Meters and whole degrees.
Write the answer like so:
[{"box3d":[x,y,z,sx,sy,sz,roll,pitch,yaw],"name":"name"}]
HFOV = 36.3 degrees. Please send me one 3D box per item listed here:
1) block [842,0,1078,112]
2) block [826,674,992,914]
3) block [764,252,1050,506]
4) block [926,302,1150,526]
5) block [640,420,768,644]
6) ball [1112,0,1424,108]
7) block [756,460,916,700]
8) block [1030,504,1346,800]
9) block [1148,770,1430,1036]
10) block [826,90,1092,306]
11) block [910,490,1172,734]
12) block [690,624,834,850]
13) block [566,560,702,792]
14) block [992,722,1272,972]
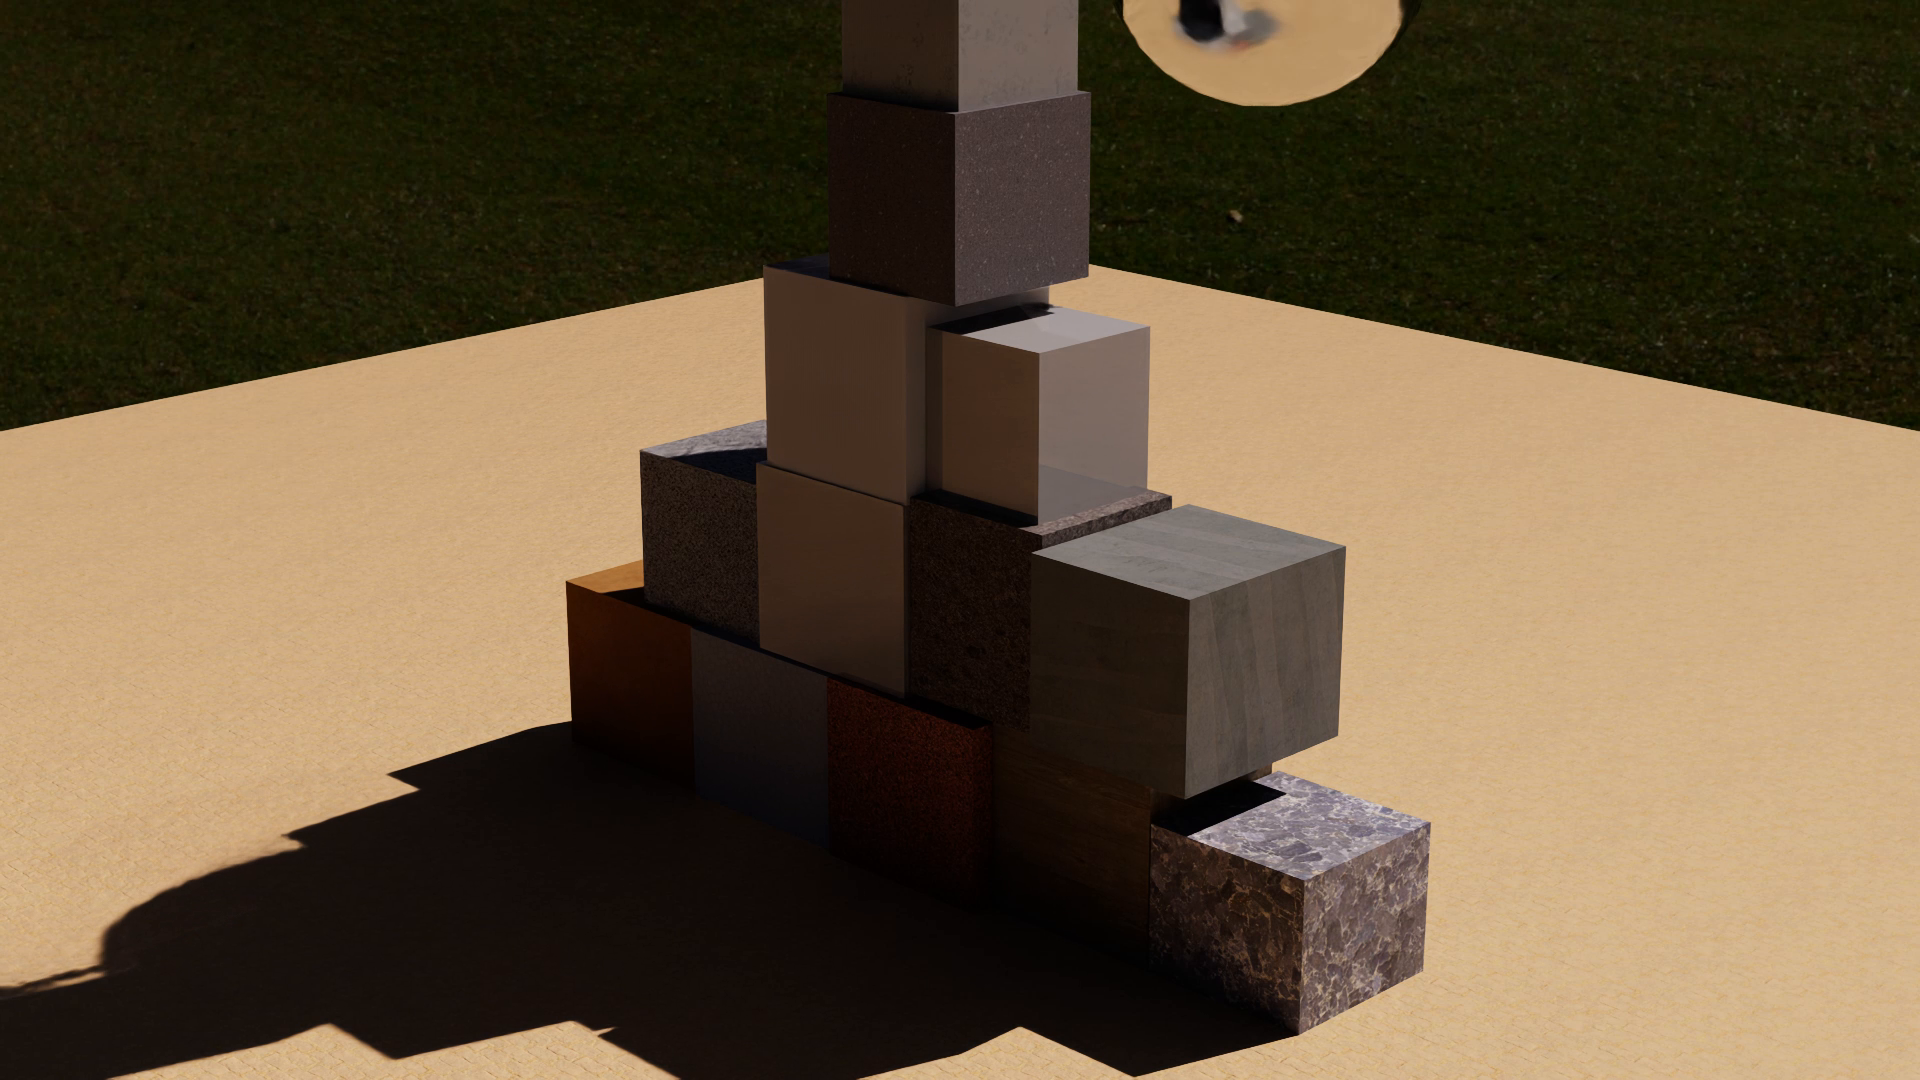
[{"box3d":[0.000,-2.319,12.613,0.729,0.791,0.712,-17,24,-42],"name":"block"},{"box3d":[0.081,1.041,13.570,1.011,0.878,0.943,-17,24,-42],"name":"block"},{"box3d":[-0.243,-0.789,13.351,0.900,0.935,0.924,-17,24,-42],"name":"block"},{"box3d":[0.339,-0.567,12.828,0.680,0.752,0.700,17,24,42],"name":"block"},{"box3d":[-0.947,-0.052,14.322,0.924,0.783,0.804,17,24,42],"name":"block"},{"box3d":[1.467,-2.872,13.977,1.600,1.600,1.600,0,17,0],"name":"ball"},{"box3d":[-0.276,0.083,13.644,0.905,0.905,0.978,-17,24,-42],"name":"block"},{"box3d":[0.965,0.449,12.467,1.010,0.859,0.875,-17,24,-42],"name":"block"},{"box3d":[1.388,1.513,12.389,0.843,0.684,0.818,-17,24,-42],"name":"block"},{"box3d":[-0.004,-1.550,12.851,0.836,0.817,0.788,-17,24,-42],"name":"block"},{"box3d":[0.357,0.245,13.025,0.831,0.915,0.802,-17,24,-42],"name":"block"},{"box3d":[-0.608,0.839,14.236,0.953,0.863,0.997,-17,24,-42],"name":"block"},{"box3d":[-1.320,0.626,14.911,0.913,0.864,0.989,-17,24,-42],"name":"block"},{"box3d":[0.755,1.225,12.939,0.807,0.904,0.920,-17,24,-42],"name":"block"}]
